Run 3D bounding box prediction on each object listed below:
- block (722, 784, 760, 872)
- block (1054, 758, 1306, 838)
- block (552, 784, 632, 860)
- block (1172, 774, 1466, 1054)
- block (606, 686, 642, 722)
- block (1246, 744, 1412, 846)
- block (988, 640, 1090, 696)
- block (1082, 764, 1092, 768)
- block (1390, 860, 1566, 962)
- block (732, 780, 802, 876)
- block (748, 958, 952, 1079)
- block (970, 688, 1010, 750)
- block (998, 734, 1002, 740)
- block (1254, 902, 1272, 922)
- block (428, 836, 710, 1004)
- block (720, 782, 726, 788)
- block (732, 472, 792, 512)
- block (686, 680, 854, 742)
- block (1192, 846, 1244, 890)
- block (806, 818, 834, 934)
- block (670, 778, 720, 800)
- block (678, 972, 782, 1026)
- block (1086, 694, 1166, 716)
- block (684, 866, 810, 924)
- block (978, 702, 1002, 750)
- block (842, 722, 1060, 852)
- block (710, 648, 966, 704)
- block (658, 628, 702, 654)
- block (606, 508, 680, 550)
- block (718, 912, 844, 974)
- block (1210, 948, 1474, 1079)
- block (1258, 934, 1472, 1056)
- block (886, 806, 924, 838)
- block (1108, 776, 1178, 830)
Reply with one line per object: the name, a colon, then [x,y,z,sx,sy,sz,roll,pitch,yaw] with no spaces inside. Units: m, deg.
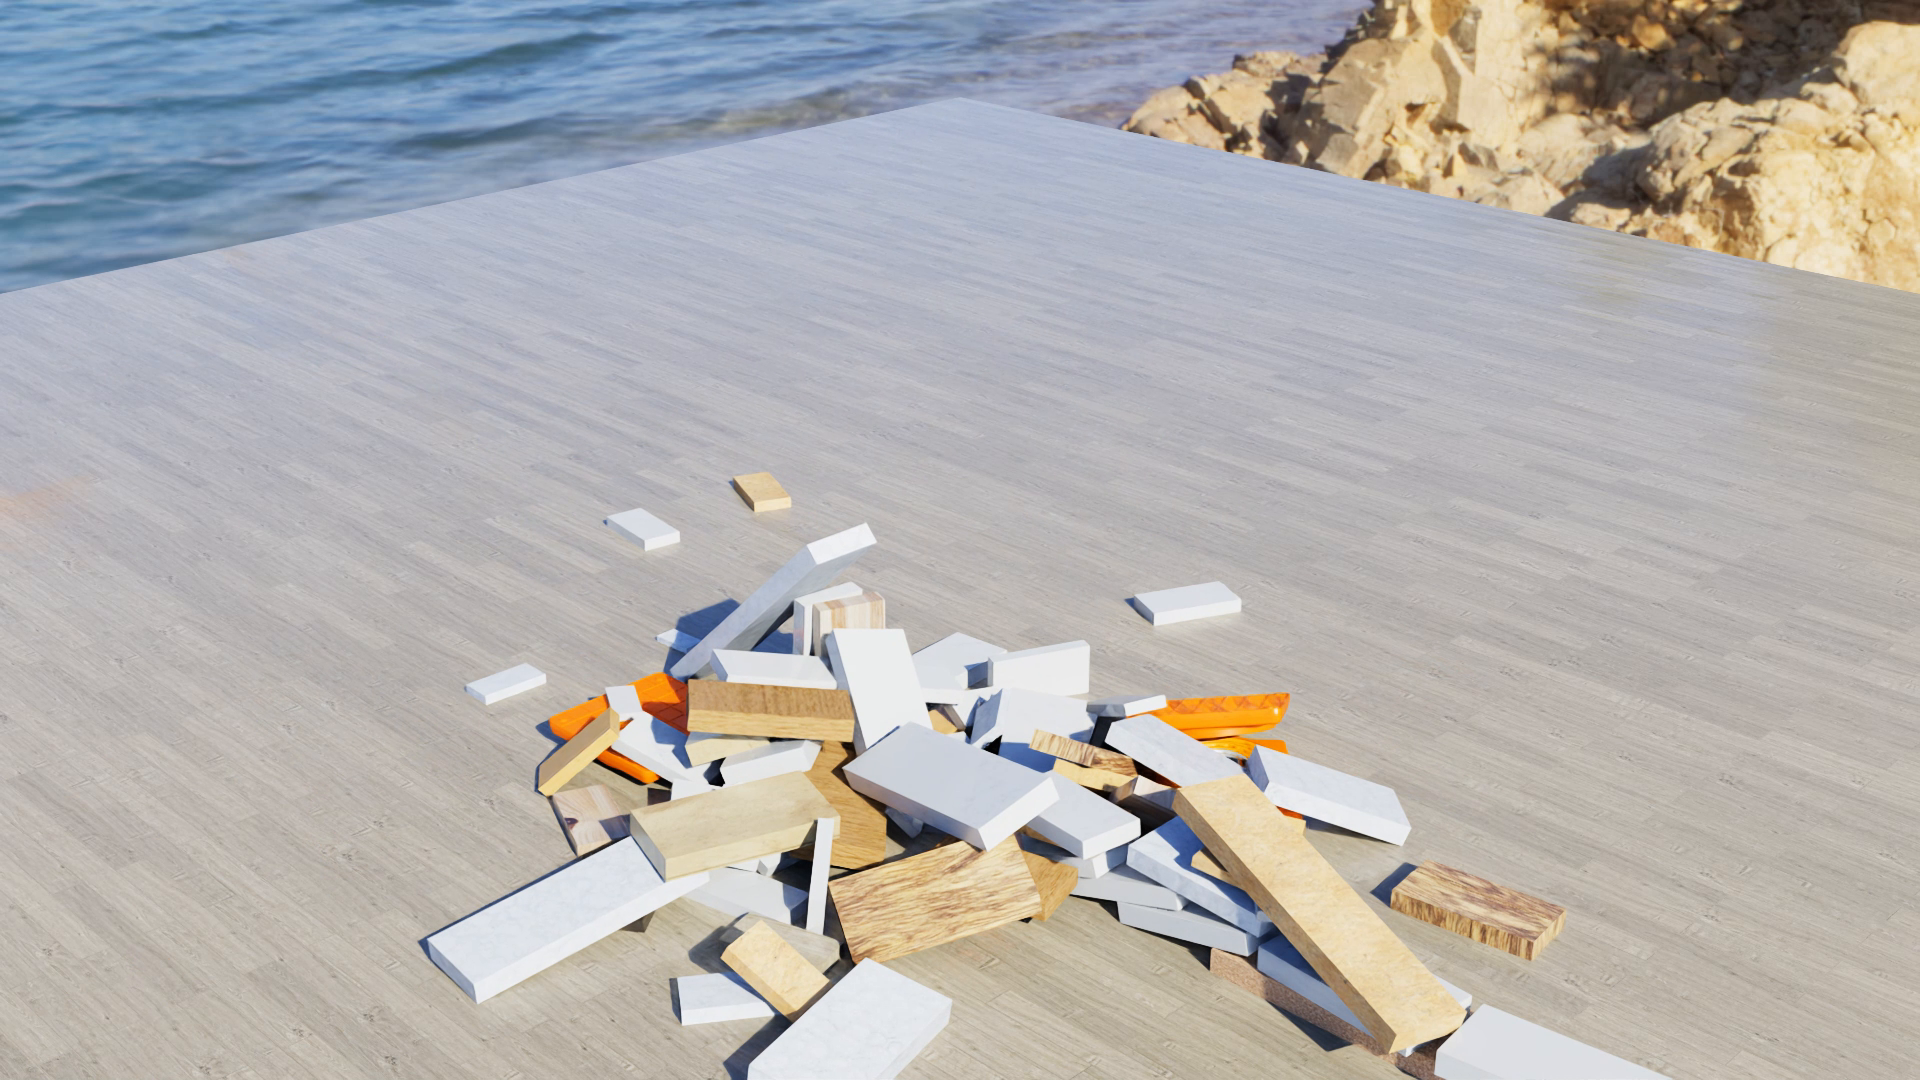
block: [-0.427,0.556,4.253,0.092,0.026,0.184,14,38,-7]
block: [0.426,0.530,4.283,0.496,0.142,0.040,13,64,16]
block: [-0.735,0.561,4.398,0.110,0.031,0.221,-9,25,-20]
block: [0.608,0.629,3.797,0.154,0.044,0.632,-8,38,-31]
block: [-0.725,0.352,4.741,0.063,0.018,0.126,-4,25,-16]
block: [0.732,0.506,4.372,0.309,0.044,0.154,19,21,-11]
block: [0.176,0.300,4.906,0.232,0.116,0.033,-9,25,-20]
block: [0.205,0.506,4.538,0.174,0.025,0.087,-21,31,-40]
block: [0.963,0.686,4.093,0.283,0.040,0.142,17,28,35]
block: [-0.404,0.564,4.299,0.100,0.028,0.206,-22,53,-41]
block: [-0.180,0.841,3.678,0.177,0.050,0.355,22,30,23]
block: [0.063,0.380,4.622,0.022,0.079,0.158,43,24,-14]
block: [0.154,0.429,4.654,0.087,0.025,0.174,-19,45,-43]
block: [0.591,0.643,3.854,0.147,0.021,0.073,5,27,0]
block: [-0.711,0.676,4.027,0.496,0.046,0.163,-25,37,-34]
block: [-0.464,0.543,4.442,0.110,0.031,0.490,13,26,27]
block: [-0.544,-0.133,6.036,0.103,0.029,0.205,-9,25,-20]
block: [-0.383,0.342,4.418,0.327,0.046,0.163,5,17,-9]
block: [0.494,0.584,3.909,0.147,0.021,0.073,22,32,30]
block: [-0.259,0.629,4.080,0.030,0.106,0.212,6,37,-2]
block: [-0.476,0.533,4.361,0.200,0.028,0.100,12,31,-10]
block: [-0.387,0.796,3.848,0.206,0.029,0.103,-4,23,-10]
block: [0.347,0.356,4.722,0.092,0.026,0.287,-12,-1,-17]
block: [-0.405,0.668,4.147,0.239,0.030,0.106,15,27,31]
block: [0.073,0.398,4.708,0.063,0.018,0.126,11,35,-12]
block: [-0.025,0.468,4.239,0.177,0.050,0.488,-33,25,-25]
block: [-0.256,0.290,4.652,0.540,0.033,0.116,6,22,-26]
block: [-0.659,0.238,5.180,0.103,0.015,0.052,19,29,37]
block: [-0.835,-0.029,5.792,0.103,0.029,0.205,-16,28,-33]
block: [-0.324,0.738,3.984,0.206,0.029,0.103,12,26,26]
block: [0.747,0.820,3.767,0.675,0.047,0.167,21,31,40]
block: [0.693,0.761,3.786,0.167,0.047,0.333,-18,29,-36]
block: [-0.103,0.528,4.423,0.022,0.079,0.158,-40,12,21]
block: [0.426,0.536,4.200,0.266,0.133,0.038,26,63,-10]
